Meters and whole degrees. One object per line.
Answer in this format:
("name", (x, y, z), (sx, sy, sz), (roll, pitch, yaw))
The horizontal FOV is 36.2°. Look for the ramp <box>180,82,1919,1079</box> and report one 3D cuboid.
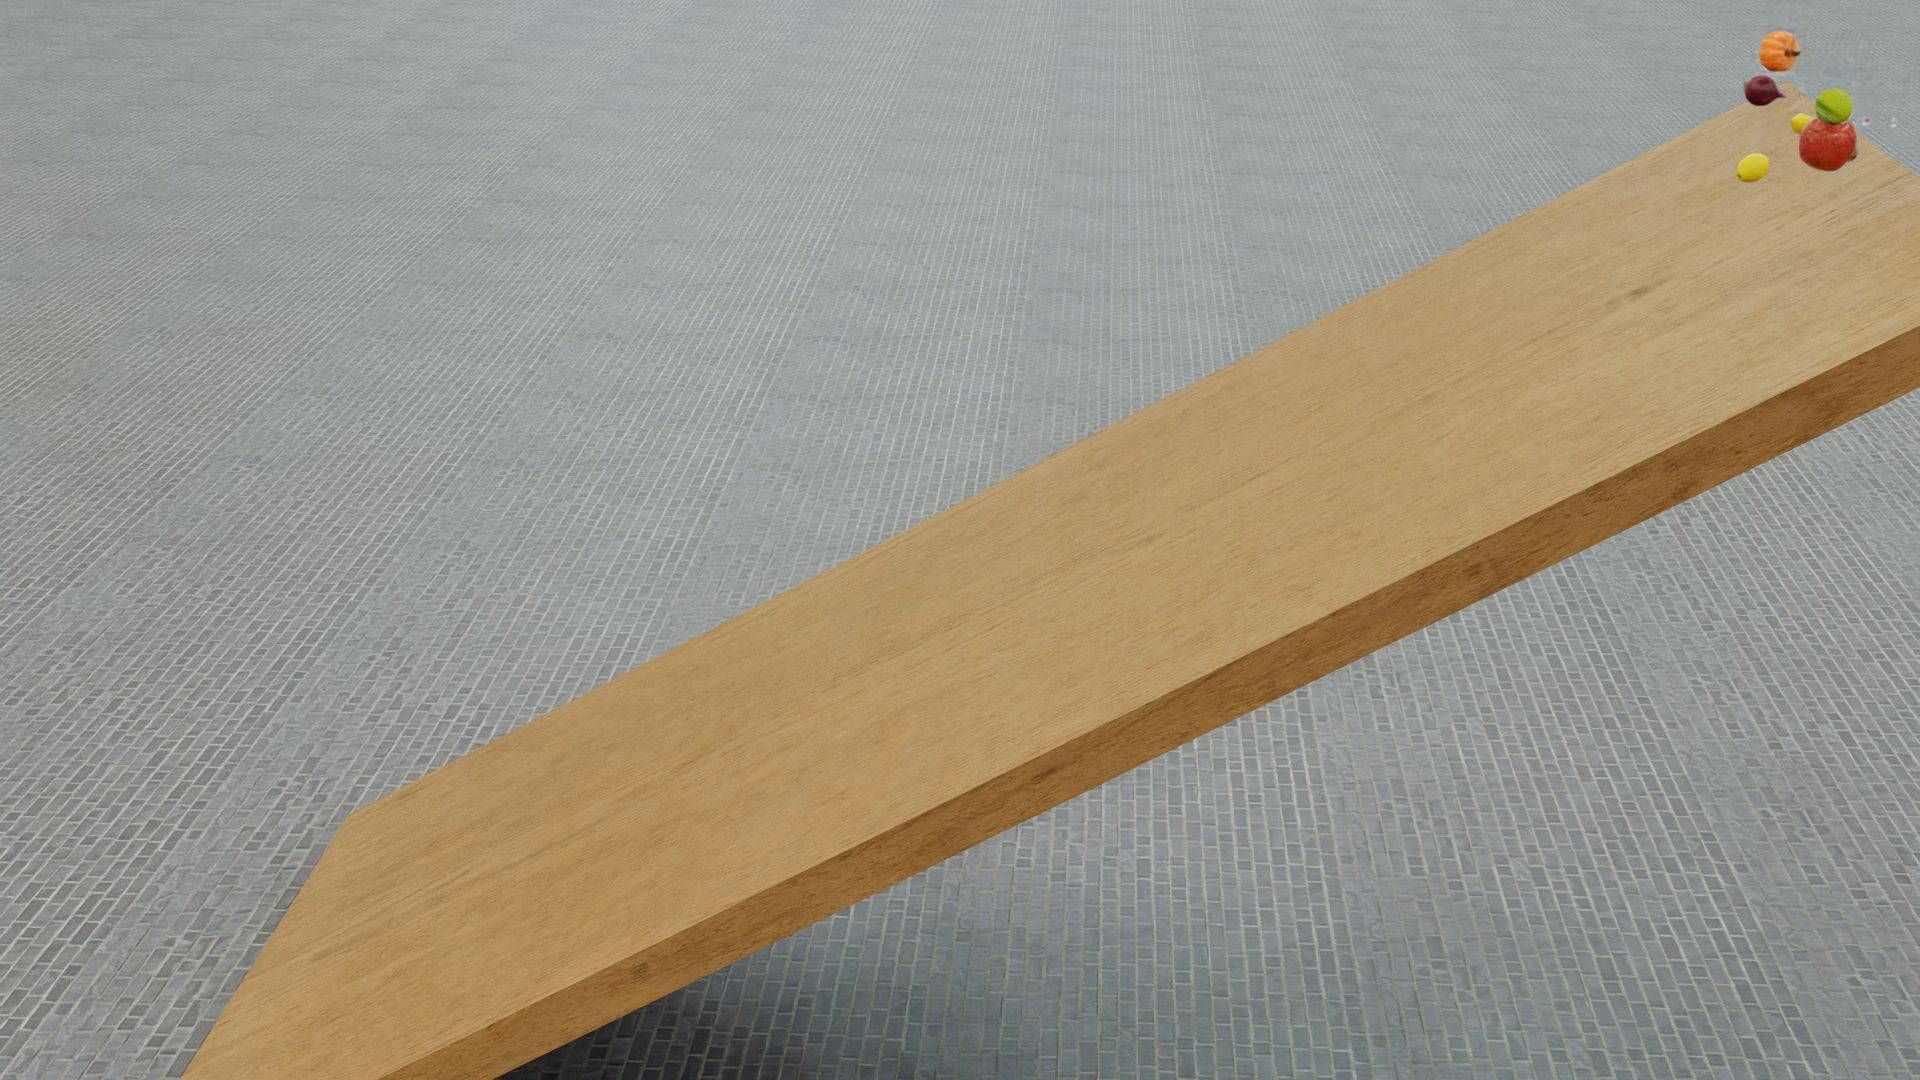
("ramp", (0.141, 0.167, 6.282), (4.000, 0.100, 2.000), (-27, 14, 11))
